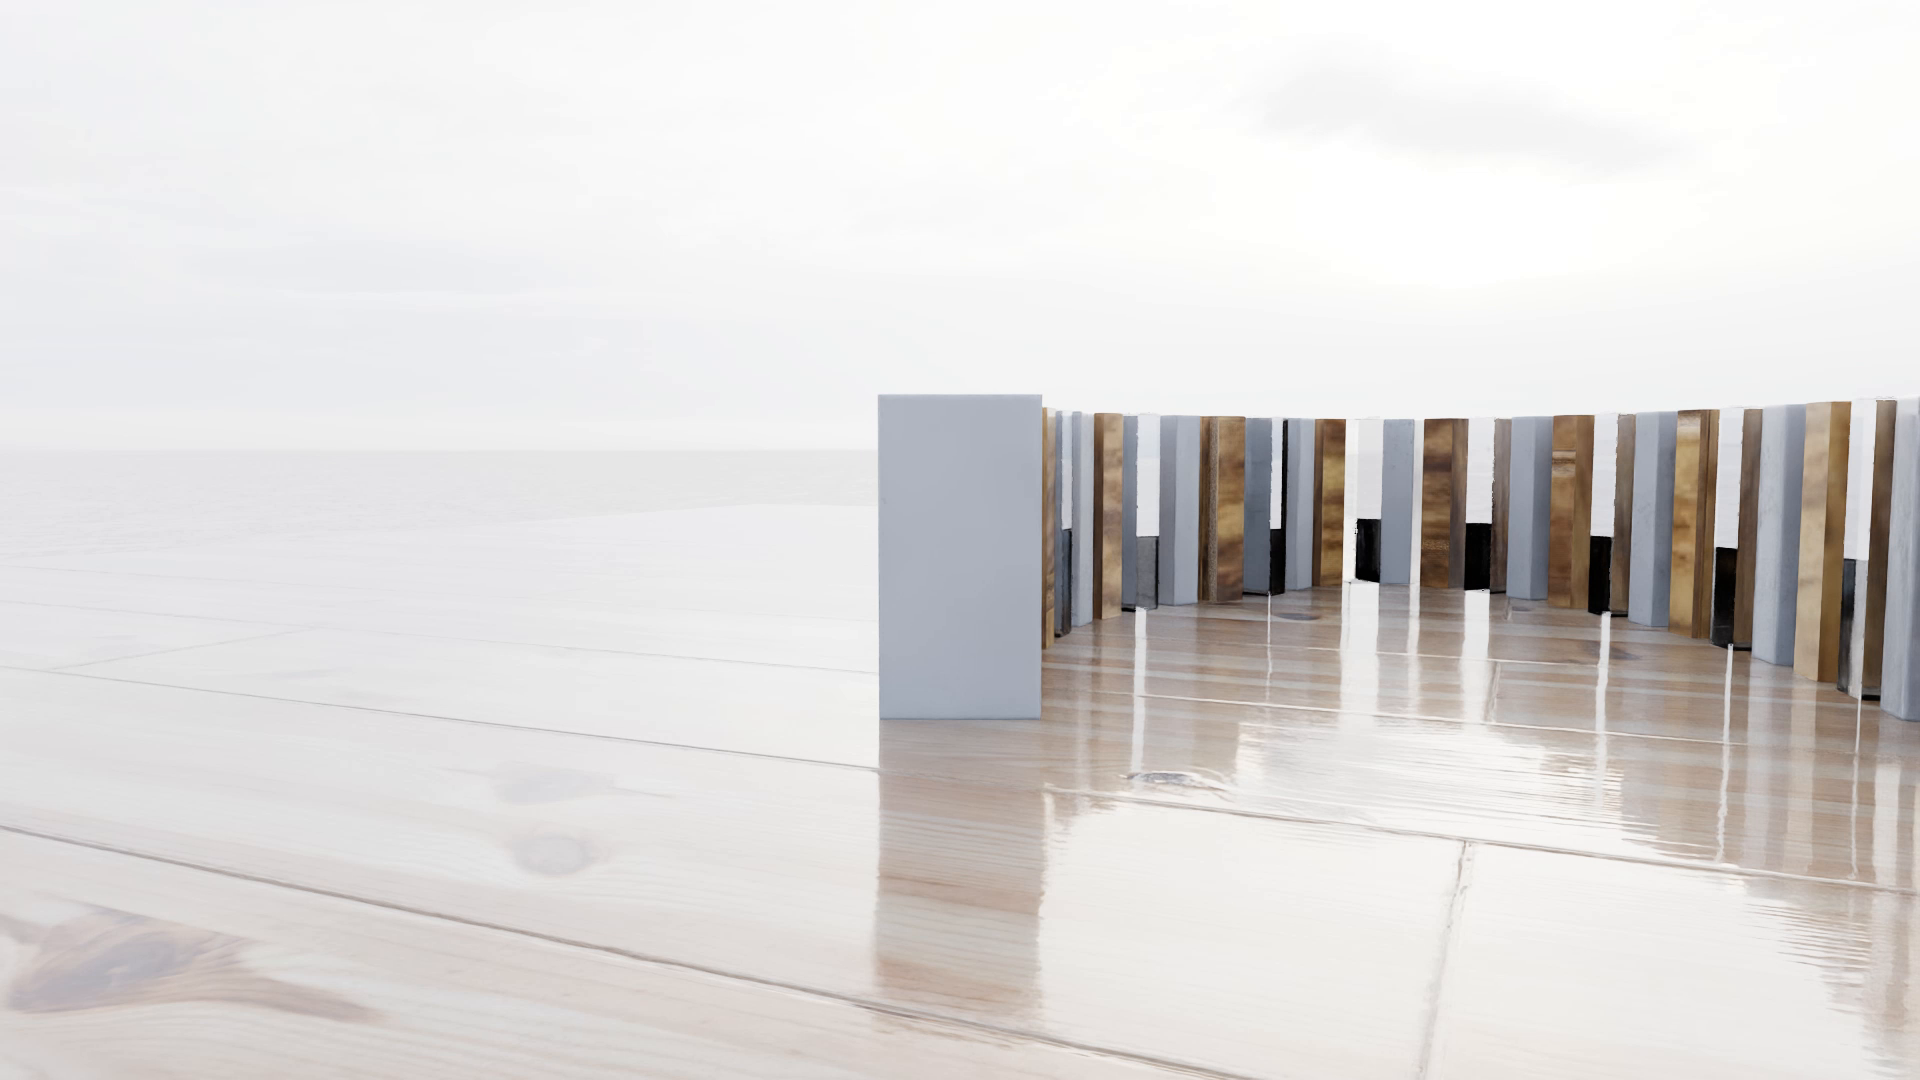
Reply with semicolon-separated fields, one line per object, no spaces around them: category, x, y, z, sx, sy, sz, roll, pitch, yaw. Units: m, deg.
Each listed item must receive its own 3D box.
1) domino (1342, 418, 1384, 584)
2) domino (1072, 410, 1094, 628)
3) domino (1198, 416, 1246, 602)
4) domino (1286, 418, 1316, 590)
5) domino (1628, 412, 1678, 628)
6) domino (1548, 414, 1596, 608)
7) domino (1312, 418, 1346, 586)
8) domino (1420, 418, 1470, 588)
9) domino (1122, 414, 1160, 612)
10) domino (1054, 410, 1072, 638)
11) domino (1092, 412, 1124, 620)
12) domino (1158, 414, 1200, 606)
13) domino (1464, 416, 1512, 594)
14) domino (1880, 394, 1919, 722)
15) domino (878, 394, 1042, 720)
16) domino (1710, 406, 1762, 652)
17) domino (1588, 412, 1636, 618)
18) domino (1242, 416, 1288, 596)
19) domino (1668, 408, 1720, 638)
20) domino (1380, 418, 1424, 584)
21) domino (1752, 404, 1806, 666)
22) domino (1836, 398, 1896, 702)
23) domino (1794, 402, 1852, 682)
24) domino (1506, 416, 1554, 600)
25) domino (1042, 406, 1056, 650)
domino;0.121;-0.013;0.401;0.009;0.050;0.025;-1;4;-13
domino;0.018;-0.005;0.305;0.025;0.050;0.010;2;5;24
domino;0.066;-0.009;0.357;0.010;0.050;0.025;-3;5;-32
domino;0.091;-0.011;0.382;0.025;0.050;0.009;4;6;41
domino;0.173;-0.005;0.301;0.025;0.050;0.010;0;4;-2
domino;0.169;-0.008;0.337;0.025;0.050;0.009;-1;4;-10
domino;0.105;-0.012;0.393;0.009;0.050;0.025;-3;5;-32
domino;0.151;-0.011;0.386;0.025;0.050;0.009;-3;5;-36
domino;0.039;-0.008;0.334;0.025;0.050;0.009;4;6;44
domino;0.012;-0.004;0.289;0.025;0.050;0.009;1;5;18
domino;0.027;-0.007;0.321;0.025;0.050;0.010;3;5;36
domino;0.052;-0.008;0.347;0.010;0.050;0.025;-4;6;-40
domino;0.160;-0.010;0.371;0.025;0.050;0.009;-2;5;-23
domino;0.158;0.003;0.196;0.025;0.050;0.009;1;5;18
domino;0.000;0.002;0.201;0.025;0.050;0.009;0;4;0
domino;0.172;-0.002;0.266;0.025;0.050;0.009;0;4;5
domino;0.172;-0.006;0.319;0.025;0.050;0.009;0;4;-5
domino;0.080;-0.010;0.368;0.025;0.050;0.009;4;6;41
domino;0.173;-0.004;0.283;0.025;0.050;0.009;0;4;2
domino;0.138;-0.012;0.399;0.009;0.050;0.025;3;5;31
domino;0.170;-0.001;0.248;0.025;0.050;0.010;1;4;8
domino;0.163;0.002;0.213;0.025;0.050;0.009;1;4;14
domino;0.167;0.000;0.230;0.025;0.050;0.009;1;4;11
domino;0.165;-0.009;0.354;0.025;0.050;0.010;-1;4;-15
domino;0.007;-0.003;0.272;0.025;0.050;0.010;1;4;14
